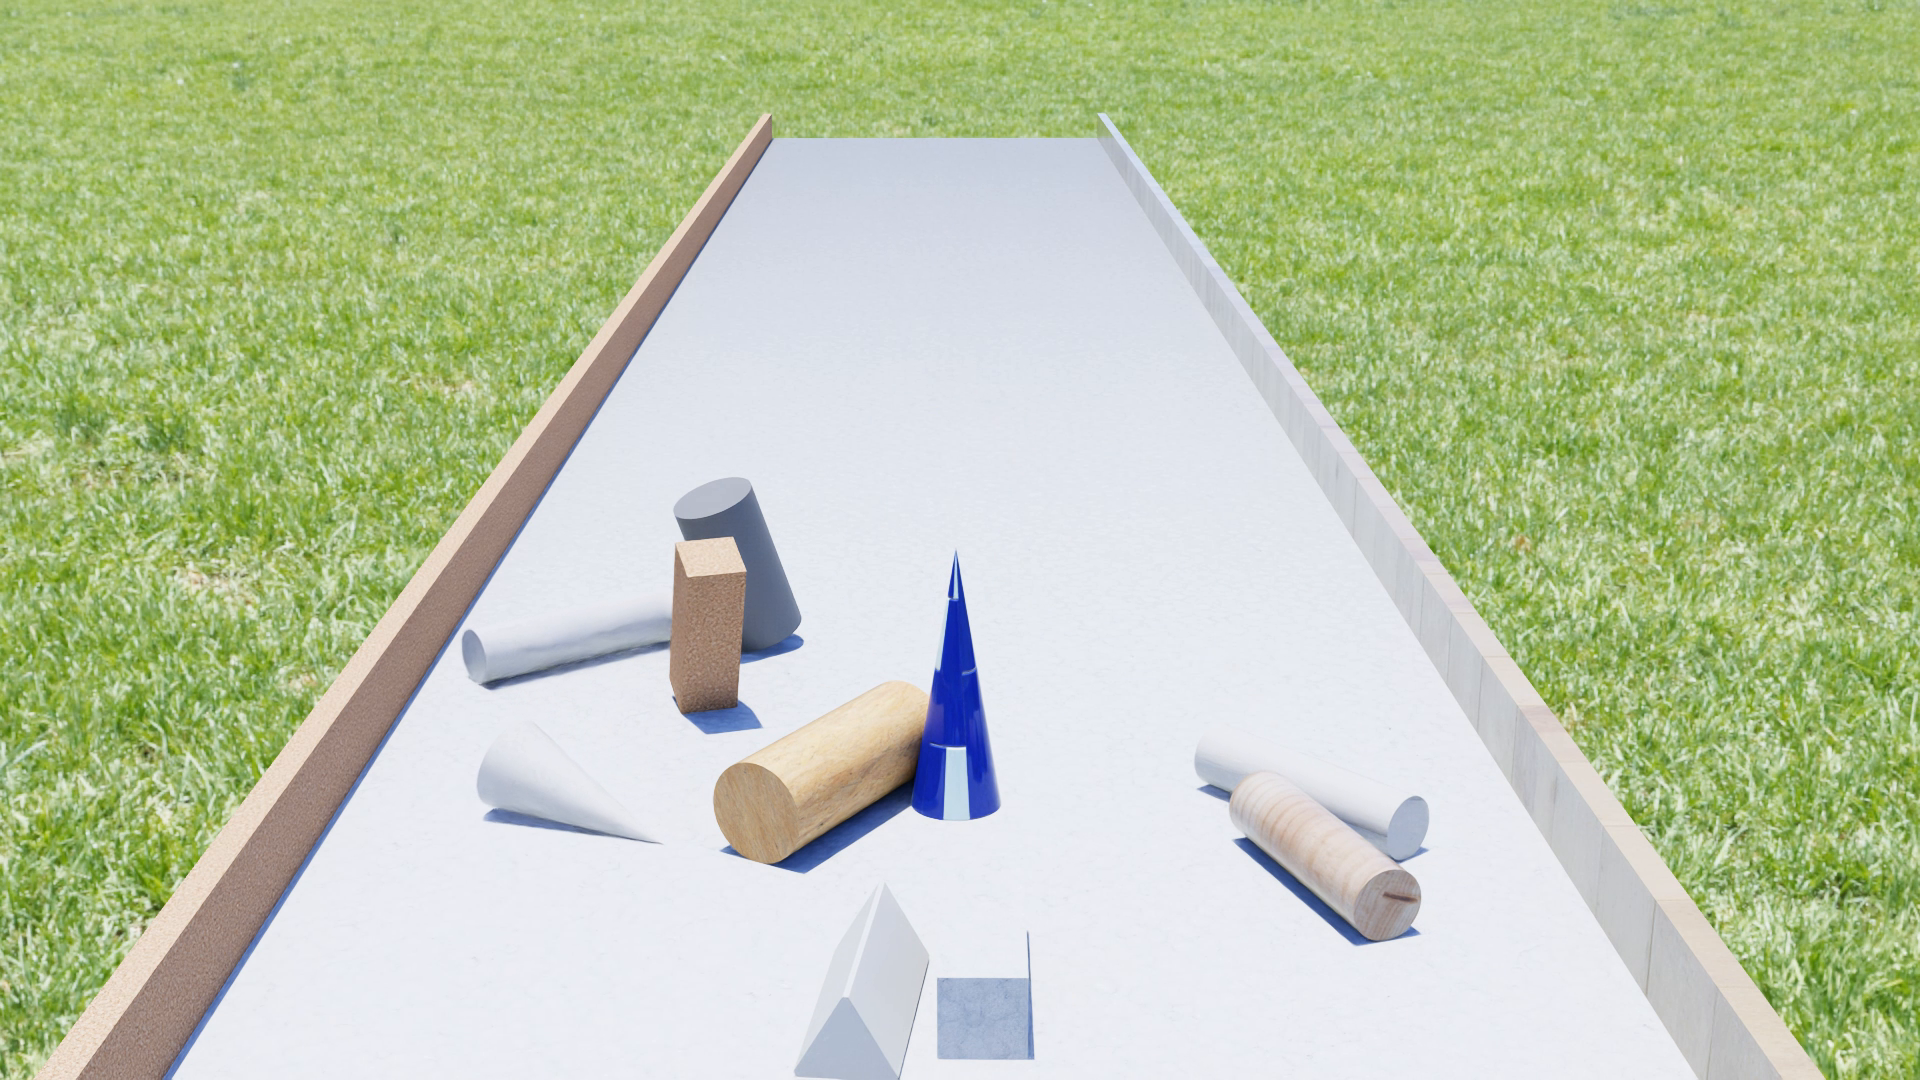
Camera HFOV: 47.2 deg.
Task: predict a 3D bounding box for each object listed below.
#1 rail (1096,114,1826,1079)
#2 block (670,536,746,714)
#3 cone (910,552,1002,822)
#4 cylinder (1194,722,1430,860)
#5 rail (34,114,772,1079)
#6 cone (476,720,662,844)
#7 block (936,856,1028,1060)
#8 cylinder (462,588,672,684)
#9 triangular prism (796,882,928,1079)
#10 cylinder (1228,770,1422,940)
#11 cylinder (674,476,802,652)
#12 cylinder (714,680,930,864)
[{"bbox_3d":[0.932,-0.844,7.801,0.050,0.150,12.000,0,17,-1],"label":"rail"},{"bbox_3d":[-0.471,0.160,4.092,0.108,0.322,0.108,-6,37,-18],"label":"block"},{"bbox_3d":[-0.007,0.228,3.664,0.154,0.454,0.154,0,17,0],"label":"cone"},{"bbox_3d":[0.578,0.413,3.650,0.107,0.107,0.417,-14,21,-39],"label":"cylinder"},{"bbox_3d":[-1.118,-0.838,7.780,0.050,0.150,12.000,0,17,-1],"label":"rail"},{"bbox_3d":[-0.618,0.434,3.630,0.333,0.158,0.158,23,25,24],"label":"cone"},{"bbox_3d":[0.031,0.577,3.076,0.120,0.120,0.376,0,17,0],"label":"block"},{"bbox_3d":[-0.771,0.189,4.400,0.437,0.109,0.109,-12,21,-36],"label":"cylinder"},{"bbox_3d":[-0.130,0.595,3.010,0.136,0.117,0.344,2,17,6],"label":"triangular prism"},{"bbox_3d":[0.559,0.482,3.406,0.114,0.114,0.401,-6,18,-19],"label":"cylinder"},{"bbox_3d":[-0.448,0.050,4.443,0.165,0.314,0.165,-15,26,8],"label":"cylinder"},{"bbox_3d":[-0.211,0.379,3.656,0.169,0.169,0.436,10,19,30],"label":"cylinder"}]
